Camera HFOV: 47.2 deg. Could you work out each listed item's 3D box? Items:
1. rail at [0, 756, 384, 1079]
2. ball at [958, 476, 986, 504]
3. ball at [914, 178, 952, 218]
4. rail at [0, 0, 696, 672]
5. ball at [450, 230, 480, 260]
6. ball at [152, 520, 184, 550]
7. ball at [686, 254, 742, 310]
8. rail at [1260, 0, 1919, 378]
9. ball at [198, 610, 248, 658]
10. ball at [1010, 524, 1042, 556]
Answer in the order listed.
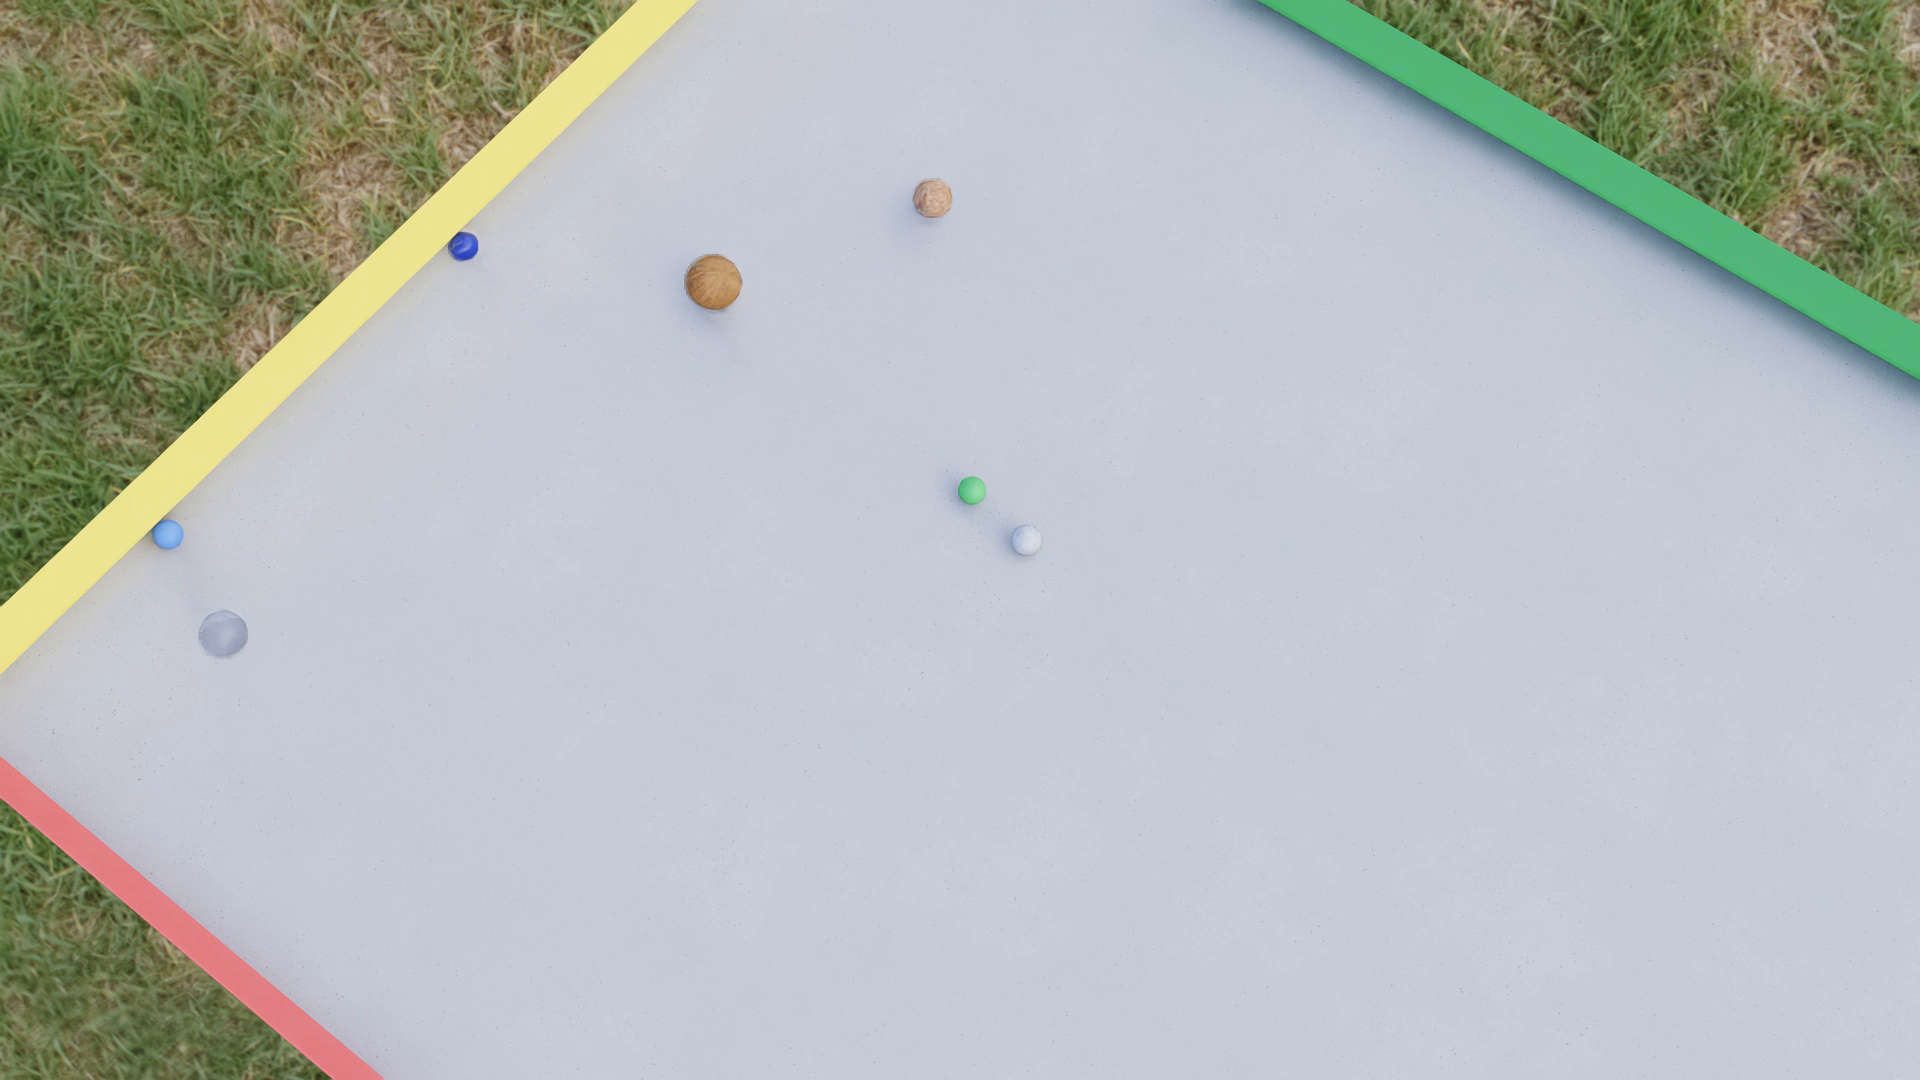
[{"bbox_3d":[0.127,1.464,2.853,4.401,0.124,0.045,34,69,16],"label":"rail"},{"bbox_3d":[0.020,-0.082,3.661,0.047,0.047,0.047,0,64,0],"label":"ball"},{"bbox_3d":[-0.048,-0.606,3.908,0.070,0.070,0.070,0,64,0],"label":"ball"},{"bbox_3d":[-0.856,-0.599,3.873,0.045,0.124,2.517,34,69,16],"label":"rail"},{"bbox_3d":[-0.873,-0.519,3.875,0.051,0.051,0.051,0,64,0],"label":"ball"},{"bbox_3d":[-1.306,-0.009,3.624,0.049,0.049,0.049,0,64,0],"label":"ball"},{"bbox_3d":[-0.426,-0.447,3.815,0.095,0.095,0.095,0,64,0],"label":"ball"},{"bbox_3d":[1.624,-0.297,3.724,4.401,0.124,0.045,34,69,16],"label":"rail"},{"bbox_3d":[-1.182,0.151,3.530,0.076,0.076,0.076,0,64,0],"label":"ball"},{"bbox_3d":[0.110,0.000,3.618,0.052,0.052,0.052,0,64,0],"label":"ball"}]
